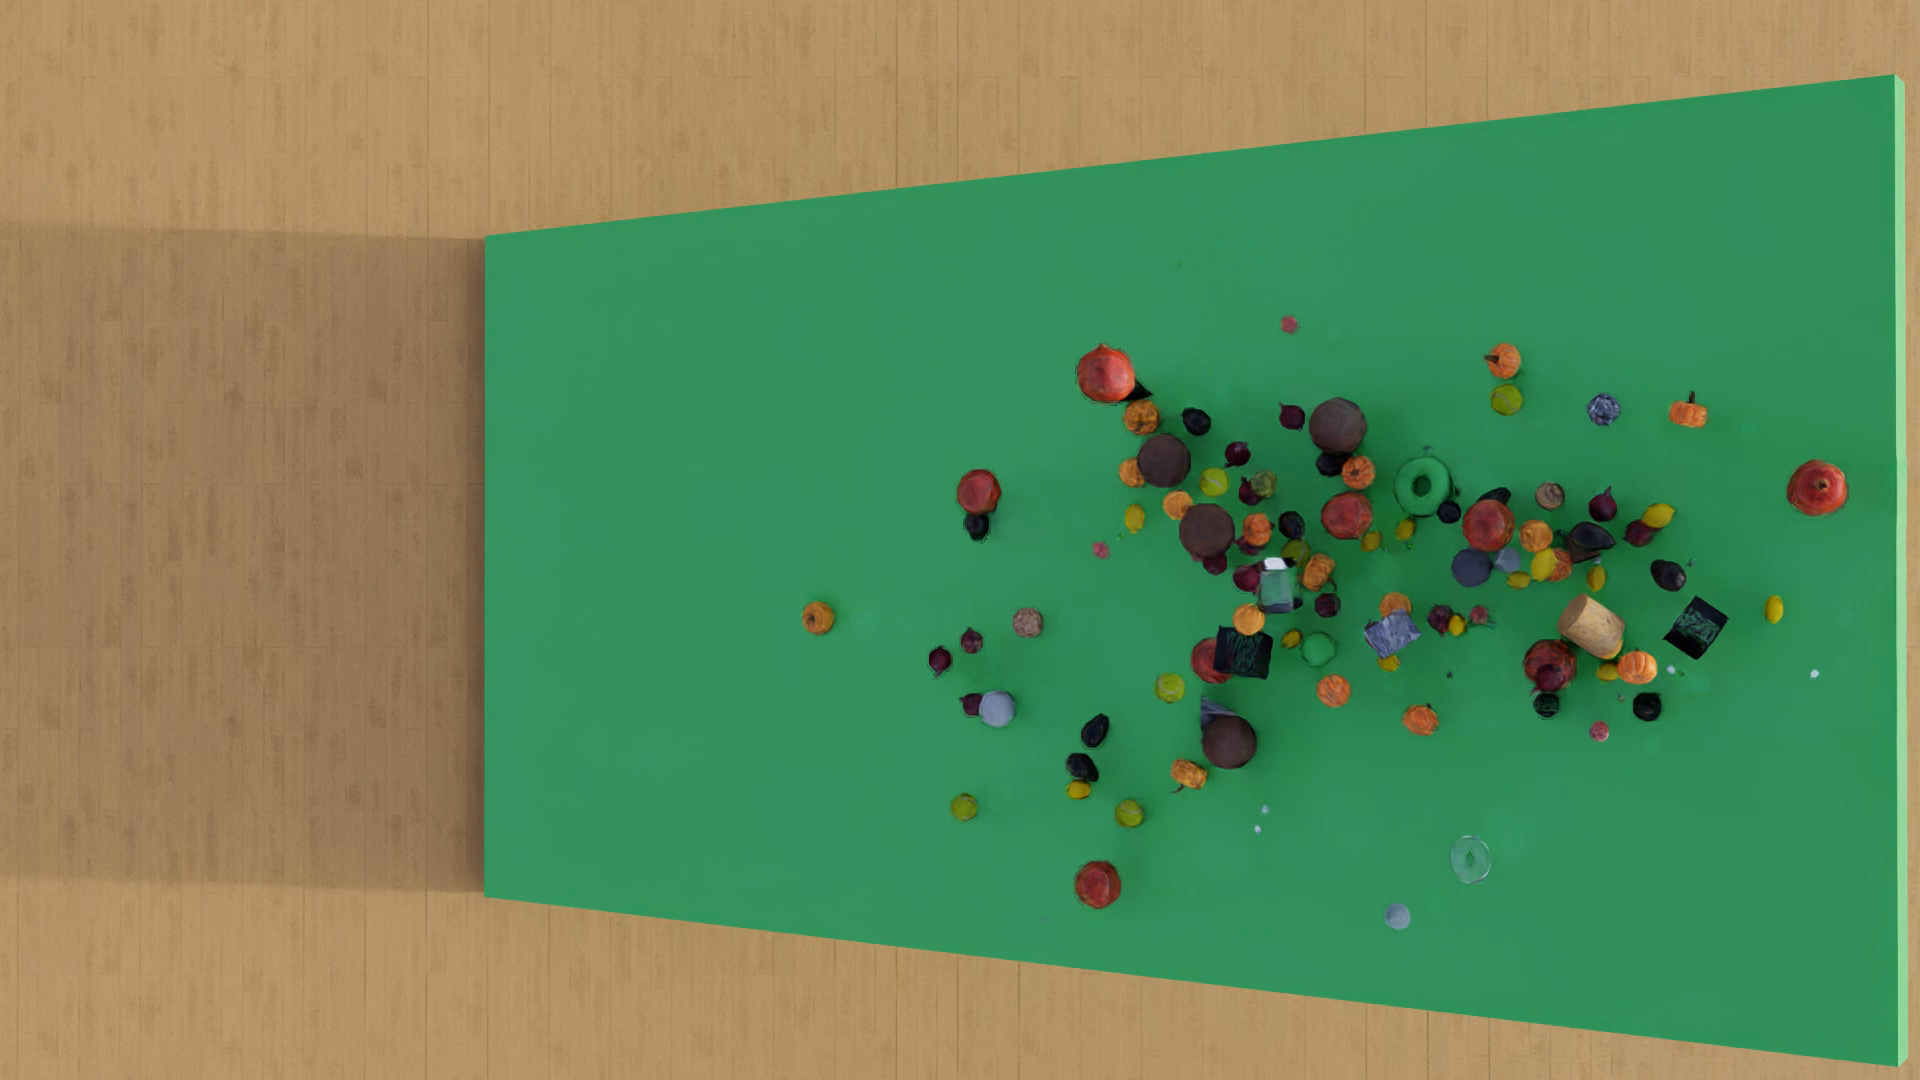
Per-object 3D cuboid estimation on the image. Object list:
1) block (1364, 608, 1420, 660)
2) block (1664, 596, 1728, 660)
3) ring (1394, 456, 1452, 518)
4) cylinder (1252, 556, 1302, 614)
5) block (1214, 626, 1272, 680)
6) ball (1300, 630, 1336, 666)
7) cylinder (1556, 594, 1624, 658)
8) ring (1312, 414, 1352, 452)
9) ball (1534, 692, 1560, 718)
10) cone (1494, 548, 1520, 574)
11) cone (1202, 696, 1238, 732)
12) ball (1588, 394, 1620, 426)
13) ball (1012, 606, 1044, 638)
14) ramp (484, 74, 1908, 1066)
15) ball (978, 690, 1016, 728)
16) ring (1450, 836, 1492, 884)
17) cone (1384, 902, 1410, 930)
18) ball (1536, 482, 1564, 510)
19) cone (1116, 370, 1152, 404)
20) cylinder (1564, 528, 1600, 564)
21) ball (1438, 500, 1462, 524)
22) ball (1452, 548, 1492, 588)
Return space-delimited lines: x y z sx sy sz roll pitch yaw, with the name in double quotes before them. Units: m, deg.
"block" 0.964 0.209 4.903 0.074 0.074 0.074 -28 82 -36
"block" 1.527 0.183 4.561 0.080 0.080 0.080 36 67 14
"ring" 1.044 -0.121 4.961 0.140 0.047 0.140 -4 83 37
"cylinder" 0.716 0.102 4.965 0.100 0.100 0.100 -11 108 0
"block" 0.657 0.262 5.103 0.099 0.099 0.099 4 80 28
"ball" 0.827 0.251 5.087 0.082 0.082 0.082 0 90 0
"cylinder" 1.322 0.180 4.610 0.098 0.098 0.098 34 90 -2
"ring" 0.860 -0.247 5.090 0.089 0.030 0.089 0 89 15
"ball" 1.280 0.360 4.799 0.055 0.055 0.055 0 90 0
"cone" 1.199 0.045 4.854 0.059 0.059 0.059 0 89 34
"cone" 0.622 0.414 5.248 0.089 0.089 0.089 -1 90 7
"ball" 1.384 -0.280 4.727 0.068 0.068 0.068 0 90 0
"ball" 0.171 0.208 5.528 0.079 0.079 0.079 0 90 0
"ramp" 0.252 0.069 5.583 4.000 0.100 2.000 0 89 34
"ball" 0.095 0.427 5.569 0.093 0.093 0.093 0 90 0
"ring" 1.134 0.710 4.887 0.036 0.109 0.109 4 89 -34
"cone" 0.981 0.859 4.990 0.063 0.063 0.063 0 89 34
"ball" 1.286 -0.096 4.792 0.063 0.063 0.063 0 90 0
"cone" 0.434 -0.364 5.383 0.082 0.082 0.082 15 90 6
"cylinder" 1.343 0.014 4.749 0.060 0.060 0.060 -17 79 0
"ball" 1.085 -0.061 4.877 0.052 0.052 0.052 0 90 0
"ball" 1.133 0.061 4.872 0.087 0.087 0.087 0 90 0
